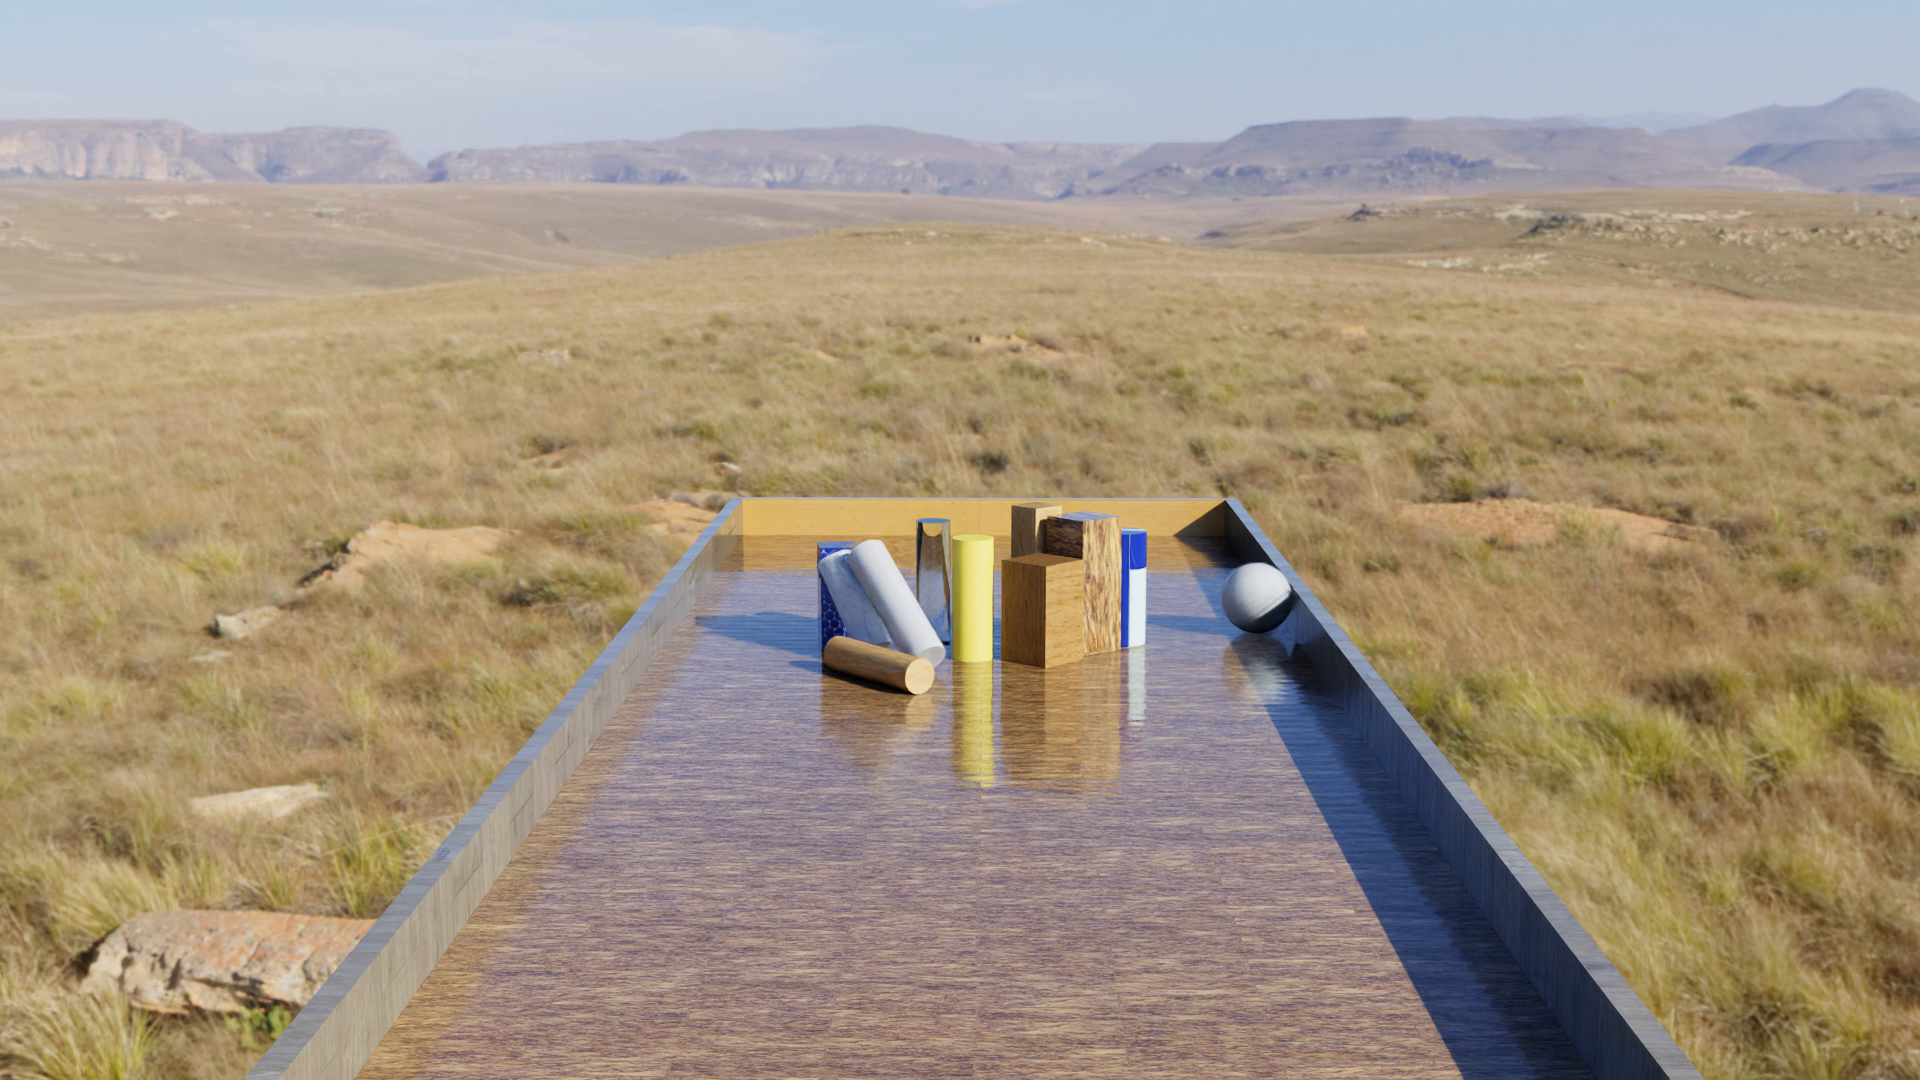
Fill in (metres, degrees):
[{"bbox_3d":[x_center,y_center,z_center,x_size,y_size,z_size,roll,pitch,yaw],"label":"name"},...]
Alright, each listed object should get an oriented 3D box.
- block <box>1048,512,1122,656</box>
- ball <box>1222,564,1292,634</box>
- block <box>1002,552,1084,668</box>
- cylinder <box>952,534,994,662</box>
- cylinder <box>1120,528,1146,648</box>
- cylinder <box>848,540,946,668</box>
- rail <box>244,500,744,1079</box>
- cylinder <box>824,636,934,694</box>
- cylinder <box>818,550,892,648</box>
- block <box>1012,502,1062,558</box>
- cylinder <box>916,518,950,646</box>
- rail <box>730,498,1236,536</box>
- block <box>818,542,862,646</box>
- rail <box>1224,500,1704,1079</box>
[{"bbox_3d":[0.385,0.133,6.826,0.163,0.419,0.163,-7,11,-39],"label":"block"},{"bbox_3d":[0.958,0.188,7.101,0.227,0.227,0.227,0,9,0],"label":"ball"},{"bbox_3d":[0.251,0.212,6.682,0.176,0.310,0.176,8,12,42],"label":"block"},{"bbox_3d":[0.040,0.177,6.708,0.125,0.372,0.125,0,9,0],"label":"cylinder"},{"bbox_3d":[0.513,0.149,6.921,0.146,0.359,0.146,0,9,0],"label":"cylinder"},{"bbox_3d":[-0.192,0.197,6.594,0.121,0.121,0.436,-6,50,-34],"label":"cylinder"},{"bbox_3d":[-1.004,0.839,3.234,0.050,0.150,12.000,0,9,1],"label":"rail"},{"bbox_3d":[-0.239,0.361,6.396,0.104,0.104,0.405,-7,11,-38],"label":"cylinder"},{"bbox_3d":[-0.322,0.196,6.736,0.111,0.320,0.111,-23,-17,-8],"label":"cylinder"},{"bbox_3d":[0.239,0.108,6.921,0.112,0.440,0.112,-8,12,-41],"label":"block"},{"bbox_3d":[-0.084,0.133,6.918,0.108,0.392,0.108,0,9,0],"label":"cylinder"},{"bbox_3d":[0.099,-0.098,9.147,2.100,0.150,0.050,0,9,1],"label":"rail"},{"bbox_3d":[-0.360,0.169,6.935,0.168,0.309,0.168,-1,7,-7],"label":"block"},{"bbox_3d":[1.046,0.843,3.208,0.050,0.150,12.000,0,9,1],"label":"rail"}]
